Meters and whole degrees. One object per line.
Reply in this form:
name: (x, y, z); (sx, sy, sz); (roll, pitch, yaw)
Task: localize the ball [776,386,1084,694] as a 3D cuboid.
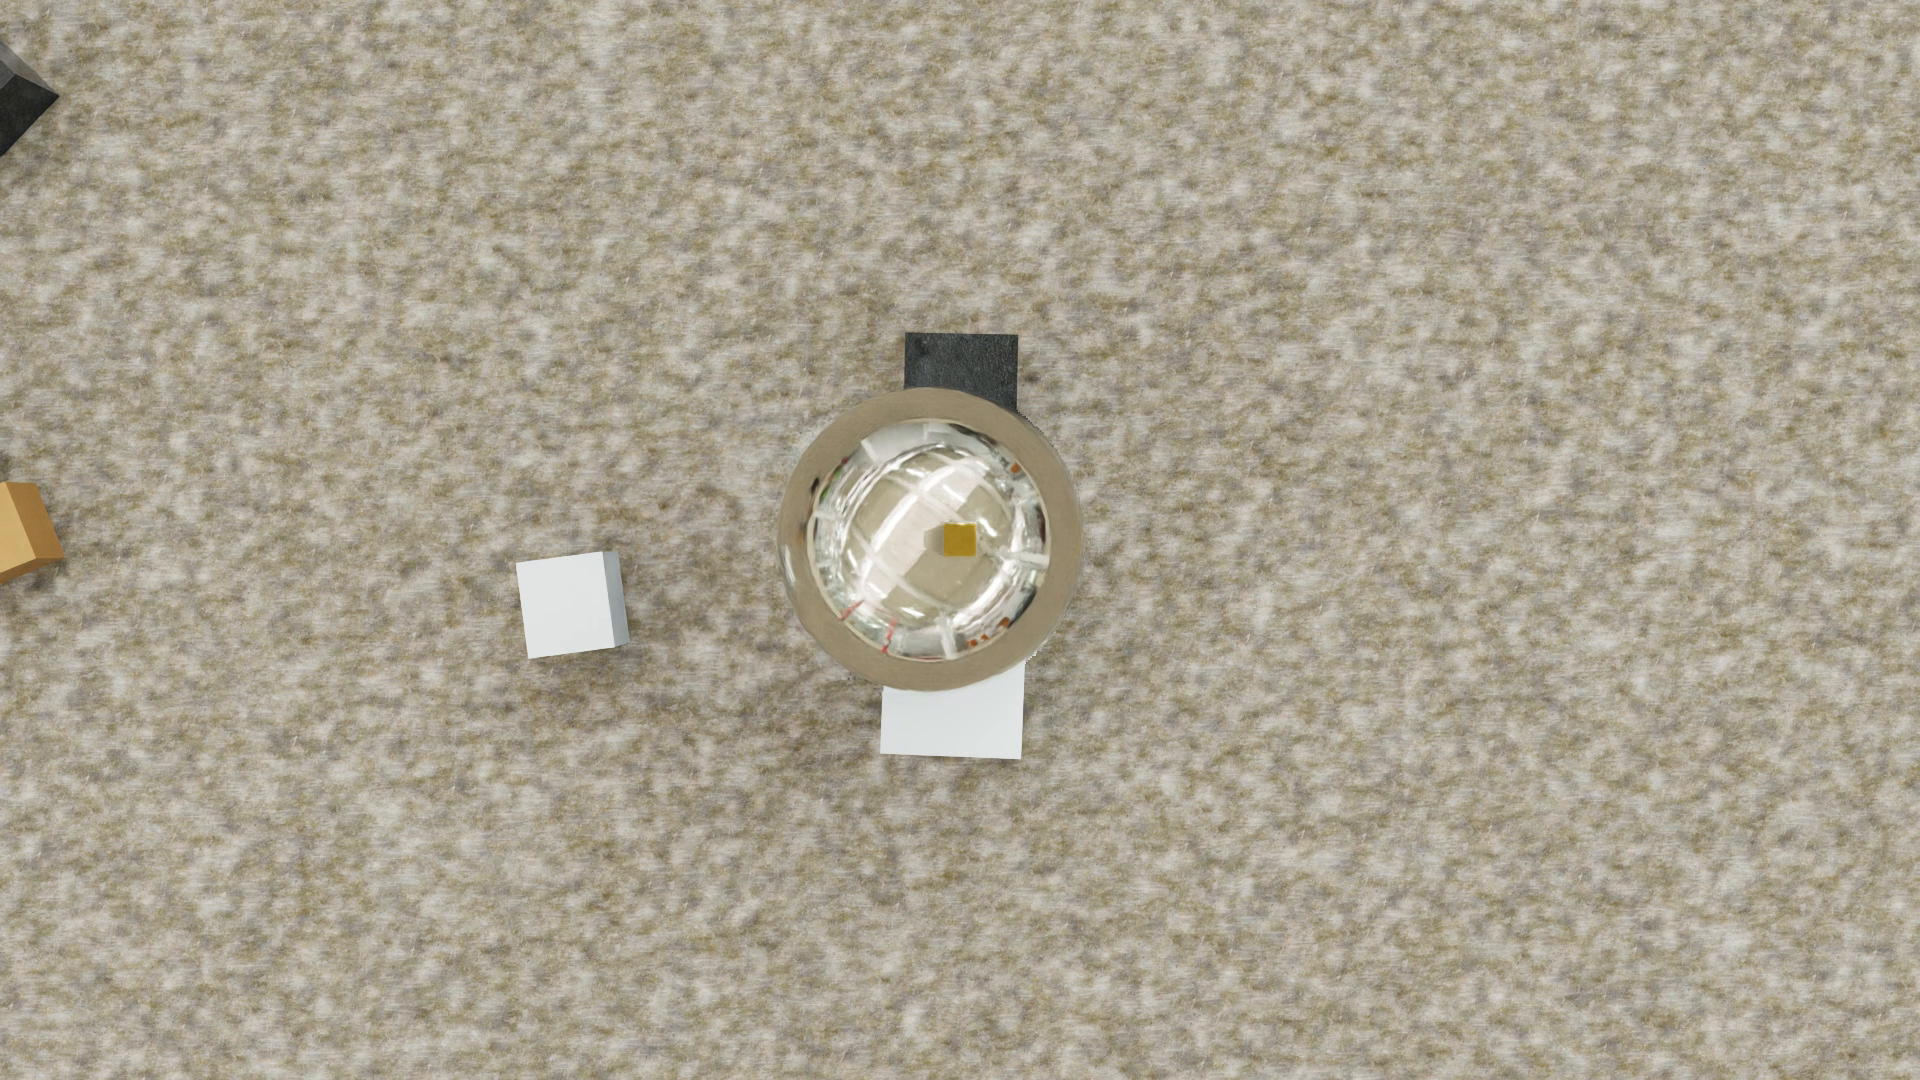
ball: (-0.157, 0.000, 11.461); (1.600, 1.600, 1.600); (0, 90, 0)

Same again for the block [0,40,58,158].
block: (-5.754, -2.574, 12.695); (0.552, 0.609, 0.674); (44, 90, 0)

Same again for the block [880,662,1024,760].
block: (-0.036, 0.796, 12.661); (0.790, 0.678, 0.832); (2, 90, 0)

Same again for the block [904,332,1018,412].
block: (0.003, -0.834, 12.702); (0.637, 0.597, 0.663); (1, 90, 0)

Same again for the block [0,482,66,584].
block: (-5.595, -0.026, 12.792); (0.472, 0.416, 0.474); (-22, 90, 0)

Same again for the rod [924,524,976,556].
rod: (-0.068, 0.000, 8.062); (0.080, 5.200, 0.080); (0, 90, -1)

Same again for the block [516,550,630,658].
block: (-2.231, 0.367, 12.715); (0.493, 0.570, 0.545); (-8, 90, 0)
